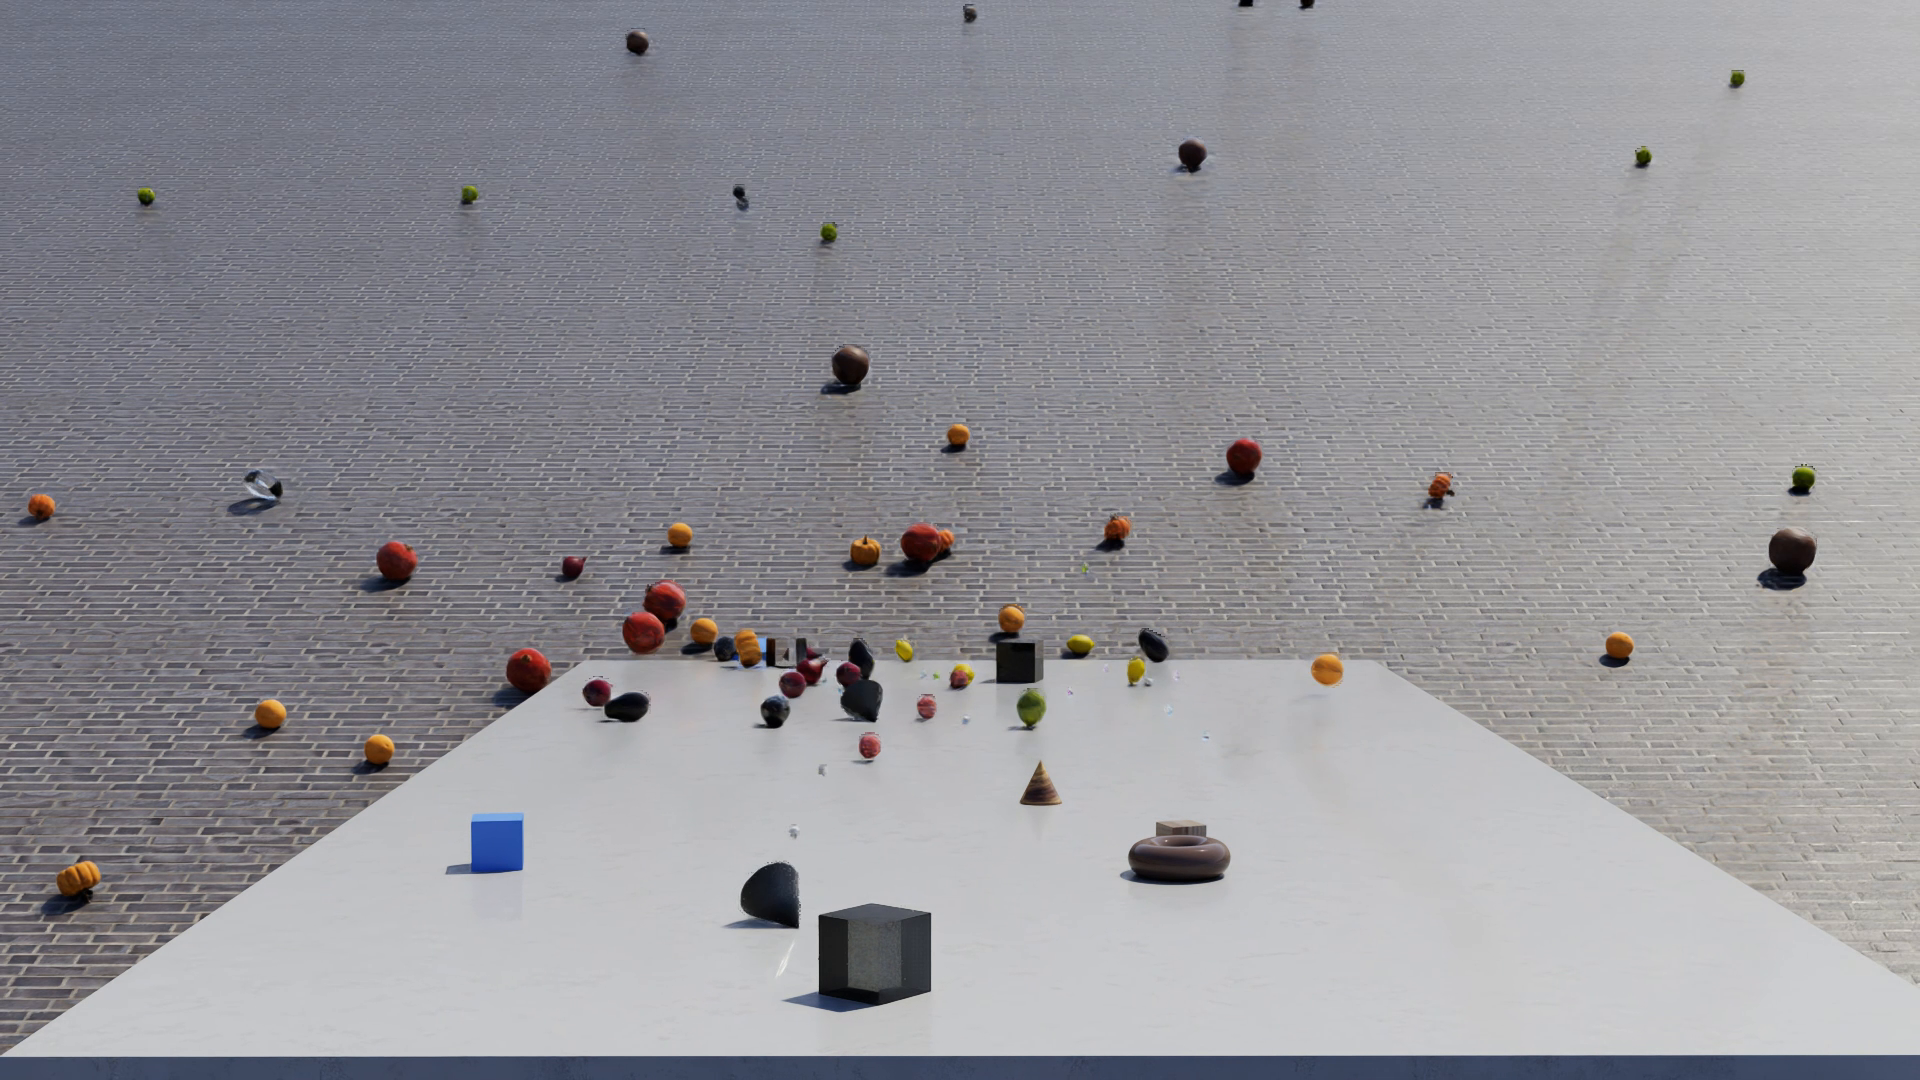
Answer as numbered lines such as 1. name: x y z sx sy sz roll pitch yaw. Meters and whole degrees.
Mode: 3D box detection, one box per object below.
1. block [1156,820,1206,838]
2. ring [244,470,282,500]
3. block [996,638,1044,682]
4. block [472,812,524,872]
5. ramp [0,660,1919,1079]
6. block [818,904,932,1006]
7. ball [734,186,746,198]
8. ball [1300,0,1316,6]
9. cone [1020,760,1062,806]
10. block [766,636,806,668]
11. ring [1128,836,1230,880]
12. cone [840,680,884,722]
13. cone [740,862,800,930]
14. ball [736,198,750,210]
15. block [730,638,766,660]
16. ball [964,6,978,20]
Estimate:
1. block: 0.312 0.426 3.623 0.053 0.053 0.053 -1 3 -22
2. ring: -2.120 -0.167 7.825 0.124 0.124 0.041 8 58 19
3. block: 0.141 0.283 6.036 0.093 0.093 0.093 1 3 14
4. block: -0.644 0.420 3.581 0.069 0.069 0.069 0 3 -8
5. ramp: 0.050 0.456 4.533 2.000 0.100 4.000 0 3 0
6. block: -0.093 0.451 2.803 0.087 0.087 0.087 2 4 39
7. ball: -0.971 -1.528 11.310 0.052 0.052 0.052 0 22 0
8. ball: 2.124 -3.308 15.712 0.097 0.097 0.097 0 22 0
9. cone: 0.131 0.390 4.161 0.070 0.070 0.070 0 3 0
10. block: -0.431 0.278 6.366 0.071 0.071 0.071 2 3 33
11. ring: 0.300 0.435 3.517 0.141 0.047 0.141 -1 3 0
12. cone: -0.187 0.349 5.260 0.093 0.093 0.093 -7 32 -18
13. cone: -0.217 0.457 3.179 0.082 0.082 0.082 -12 35 -28
14. ball: -0.938 -1.451 11.114 0.054 0.054 0.054 0 22 0
15. block: -0.544 0.316 6.625 0.096 0.096 0.096 -2 22 -6
16. ball: 0.064 -3.127 15.278 0.083 0.083 0.083 0 22 0
